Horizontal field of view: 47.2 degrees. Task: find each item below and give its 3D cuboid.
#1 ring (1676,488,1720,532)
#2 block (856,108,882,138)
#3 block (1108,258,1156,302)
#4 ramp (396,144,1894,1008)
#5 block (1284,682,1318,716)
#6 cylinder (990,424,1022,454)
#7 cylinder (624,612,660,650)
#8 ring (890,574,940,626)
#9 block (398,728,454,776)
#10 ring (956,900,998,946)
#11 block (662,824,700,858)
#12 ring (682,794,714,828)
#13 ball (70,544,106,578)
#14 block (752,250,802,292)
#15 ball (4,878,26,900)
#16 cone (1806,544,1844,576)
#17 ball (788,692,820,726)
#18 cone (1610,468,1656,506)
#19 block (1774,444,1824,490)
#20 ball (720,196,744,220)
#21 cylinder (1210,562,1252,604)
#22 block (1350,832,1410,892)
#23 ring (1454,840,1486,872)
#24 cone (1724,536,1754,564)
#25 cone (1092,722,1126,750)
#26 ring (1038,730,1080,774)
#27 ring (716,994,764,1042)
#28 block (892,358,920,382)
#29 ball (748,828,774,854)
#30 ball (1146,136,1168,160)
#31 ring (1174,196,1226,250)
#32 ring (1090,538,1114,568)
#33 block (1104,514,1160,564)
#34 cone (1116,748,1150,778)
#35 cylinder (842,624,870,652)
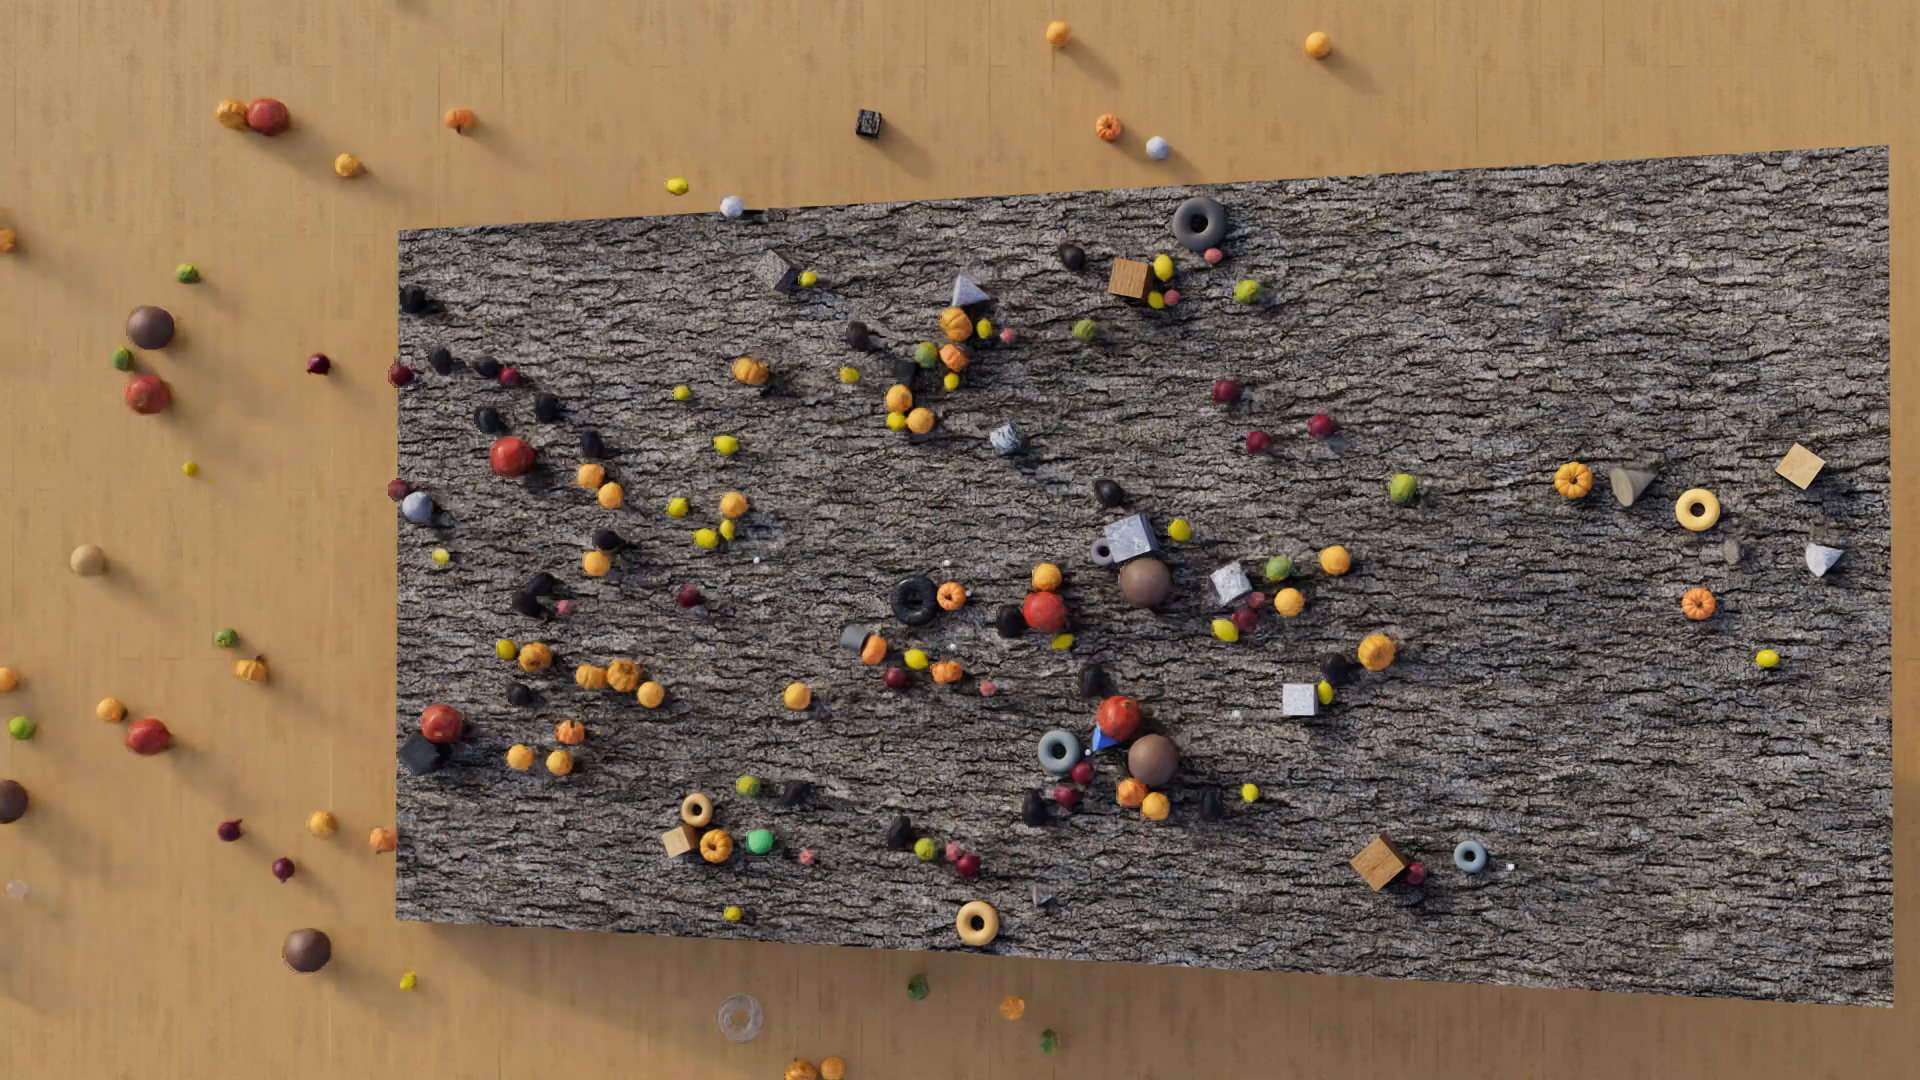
[{"bbox_3d":[1.749,-0.071,5.213,0.101,0.034,0.101,0,90,20],"label":"ring"},{"bbox_3d":[-0.268,-1.222,6.457,0.064,0.064,0.064,11,89,0],"label":"block"},{"bbox_3d":[0.441,-0.666,5.635,0.090,0.090,0.090,13,93,18],"label":"block"},{"bbox_3d":[0.278,0.091,5.781,4.000,0.100,2.000,0,89,19],"label":"ramp"},{"bbox_3d":[0.851,0.397,5.489,0.076,0.076,0.076,0,89,19],"label":"block"},{"bbox_3d":[0.120,-0.265,5.753,0.062,0.062,0.062,-26,89,17],"label":"cylinder"},{"bbox_3d":[-0.880,0.252,6.118,0.099,0.099,0.099,0,91,0],"label":"cylinder"},{"bbox_3d":[-0.119,0.160,5.838,0.139,0.046,0.139,0,90,18],"label":"ring"},{"bbox_3d":[-1.527,0.606,6.286,0.090,0.090,0.090,46,103,14],"label":"block"},{"bbox_3d":[0.047,1.006,5.773,0.117,0.039,0.117,-1,88,19],"label":"ring"},{"bbox_3d":[-0.766,0.826,6.036,0.068,0.068,0.068,-25,81,17],"label":"block"},{"bbox_3d":[-0.721,0.743,6.042,0.094,0.031,0.094,-1,88,19],"label":"ring"},{"bbox_3d":[-2.547,0.060,6.423,0.096,0.096,0.096,0,89,0],"label":"ball"},{"bbox_3d":[-0.496,-0.729,5.960,0.079,0.079,0.079,42,102,15],"label":"block"},{"bbox_3d":[-2.761,1.021,6.428,0.060,0.060,0.060,0,89,0],"label":"ball"},{"bbox_3d":[2.025,0.036,5.117,0.078,0.078,0.078,-14,89,-13],"label":"cone"},{"bbox_3d":[-0.420,0.454,5.919,0.089,0.089,0.089,0,89,0],"label":"ball"},{"bbox_3d":[1.623,-0.142,5.251,0.097,0.097,0.097,-19,89,-9],"label":"cone"},{"bbox_3d":[1.955,-0.170,5.120,0.079,0.079,0.079,37,100,16],"label":"block"},{"bbox_3d":[-0.623,-0.909,6.014,0.063,0.063,0.063,0,89,0],"label":"ball"},{"bbox_3d":[0.685,0.108,5.547,0.080,0.080,0.080,-27,81,0],"label":"cylinder"},{"bbox_3d":[1.033,0.792,5.411,0.096,0.096,0.096,-44,77,13],"label":"block"},{"bbox_3d":[1.247,0.774,5.376,0.080,0.027,0.080,0,91,19],"label":"ring"},{"bbox_3d":[1.846,0.019,5.181,0.065,0.065,0.065,-9,89,-8],"label":"cone"},{"bbox_3d":[0.390,0.511,5.666,0.077,0.077,0.077,10,89,-8],"label":"cone"},{"bbox_3d":[0.257,0.548,5.709,0.115,0.038,0.115,0,90,18],"label":"ring"},{"bbox_3d":[-0.642,1.397,6.430,0.139,0.046,0.139,0,90,-1],"label":"ring"},{"bbox_3d":[-0.144,-0.451,5.851,0.051,0.051,0.051,13,94,18],"label":"block"},{"bbox_3d":[-0.541,0.817,5.959,0.070,0.070,0.070,0,89,0],"label":"ball"},{"bbox_3d":[0.578,-1.150,6.454,0.067,0.067,0.067,0,89,0],"label":"ball"},{"bbox_3d":[0.611,-0.806,5.603,0.139,0.046,0.139,-1,88,20],"label":"ring"},{"bbox_3d":[0.374,0.031,5.682,0.078,0.026,0.078,-1,88,19],"label":"ring"},{"bbox_3d":[0.439,-0.003,5.623,0.098,0.098,0.098,-21,83,17],"label":"block"},{"bbox_3d":[0.452,0.561,5.643,0.080,0.080,0.080,-18,89,-9],"label":"cone"},{"bbox_3d":[-0.278,0.264,5.883,0.059,0.059,0.059,21,89,18],"label":"cylinder"}]
